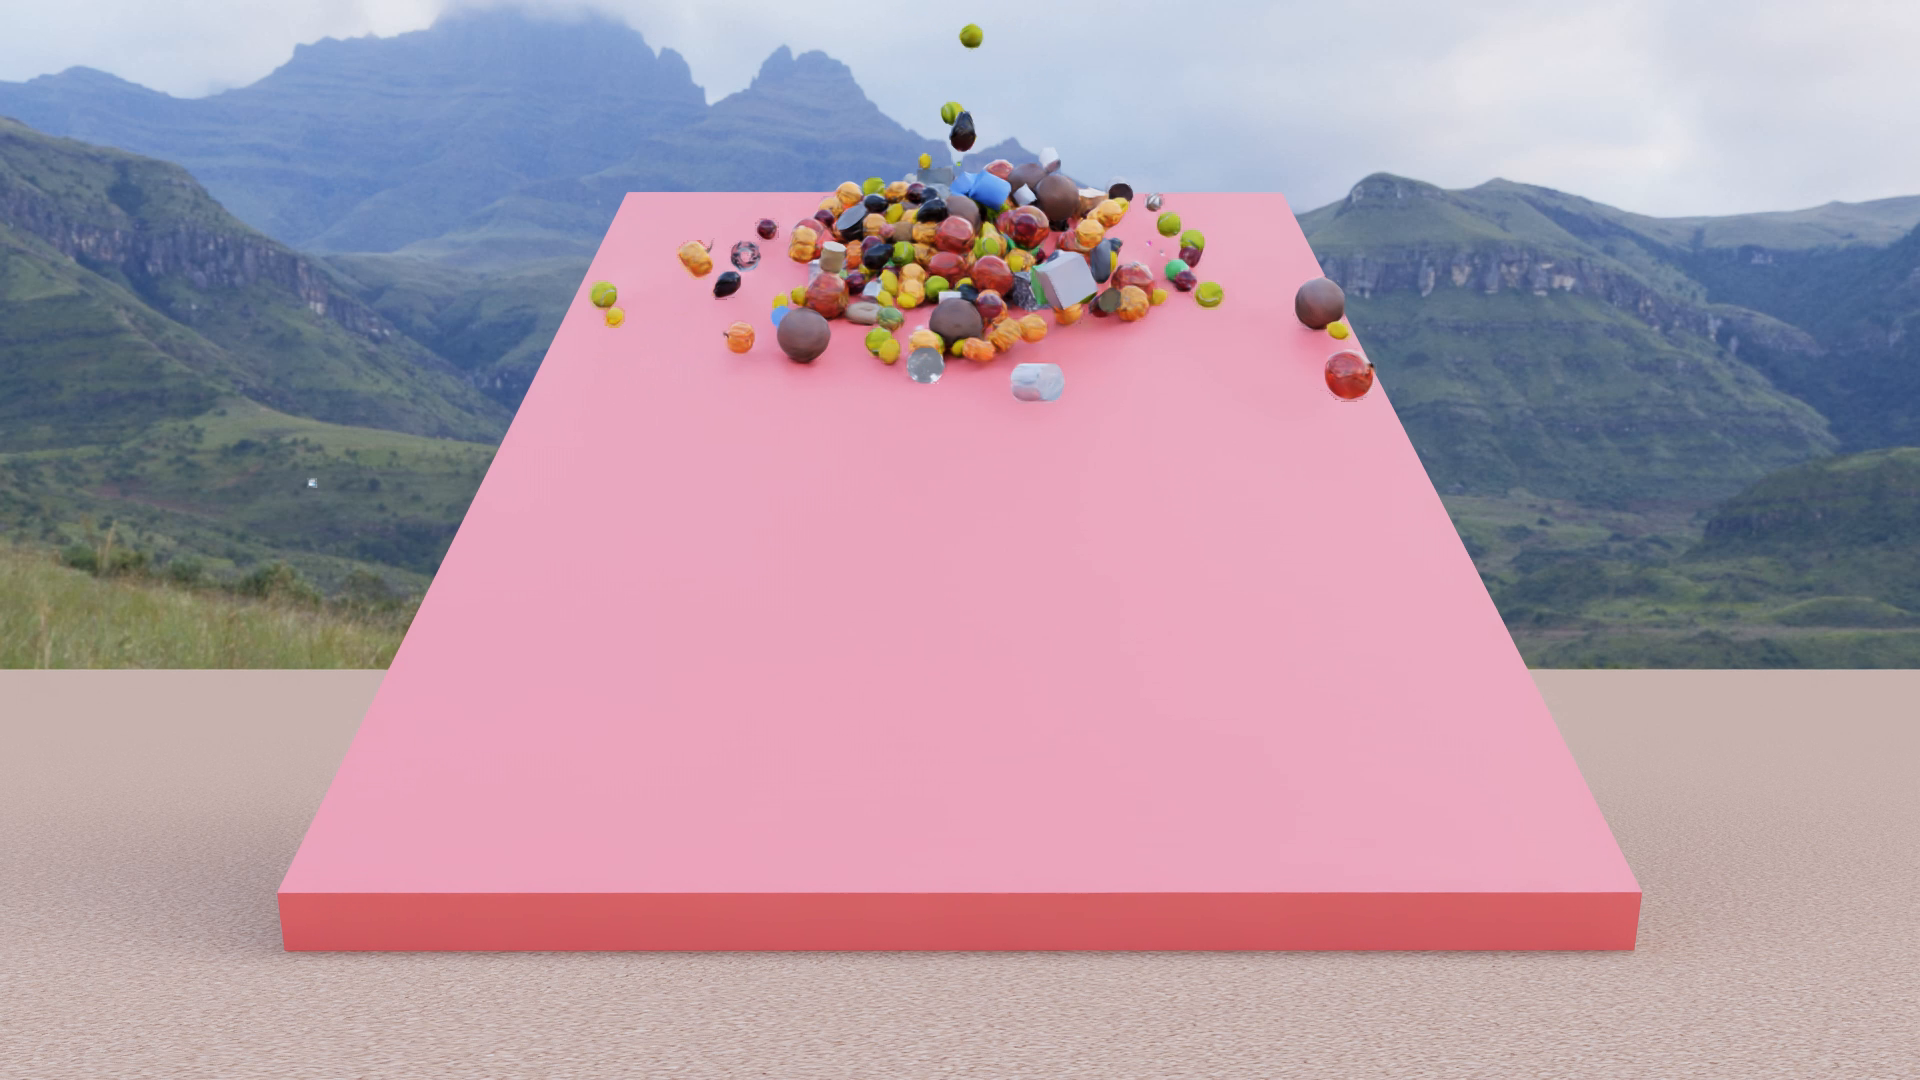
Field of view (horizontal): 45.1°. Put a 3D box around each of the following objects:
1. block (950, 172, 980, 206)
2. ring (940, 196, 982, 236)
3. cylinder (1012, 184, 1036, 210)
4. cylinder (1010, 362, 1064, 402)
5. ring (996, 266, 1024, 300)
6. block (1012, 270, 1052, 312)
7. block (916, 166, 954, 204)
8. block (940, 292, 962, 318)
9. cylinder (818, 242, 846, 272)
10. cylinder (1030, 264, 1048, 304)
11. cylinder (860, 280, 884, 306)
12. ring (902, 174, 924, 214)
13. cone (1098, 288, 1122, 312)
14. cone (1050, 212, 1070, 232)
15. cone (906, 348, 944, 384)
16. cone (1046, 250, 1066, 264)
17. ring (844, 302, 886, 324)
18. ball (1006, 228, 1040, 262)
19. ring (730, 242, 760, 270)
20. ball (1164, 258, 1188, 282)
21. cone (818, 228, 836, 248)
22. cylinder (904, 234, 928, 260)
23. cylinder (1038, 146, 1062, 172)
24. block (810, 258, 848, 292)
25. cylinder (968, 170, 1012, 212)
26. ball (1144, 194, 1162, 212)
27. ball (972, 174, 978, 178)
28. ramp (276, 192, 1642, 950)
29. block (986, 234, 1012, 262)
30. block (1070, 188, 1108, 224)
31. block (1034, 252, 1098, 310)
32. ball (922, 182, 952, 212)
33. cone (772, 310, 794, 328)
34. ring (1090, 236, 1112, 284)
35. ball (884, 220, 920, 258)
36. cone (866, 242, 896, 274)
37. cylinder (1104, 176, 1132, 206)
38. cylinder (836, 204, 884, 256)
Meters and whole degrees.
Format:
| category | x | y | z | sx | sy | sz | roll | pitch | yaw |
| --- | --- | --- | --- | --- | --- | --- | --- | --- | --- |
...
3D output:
| category | x | y | z | sx | sy | sz | roll | pitch | yaw |
| --- | --- | --- | --- | --- | --- | --- | --- | --- | --- |
| block | 0.024 | -0.997 | 6.608 | 0.066 | 0.066 | 0.066 | 16 | -50 | -46 |
| ring | 0.001 | -0.897 | 6.418 | 0.130 | 0.130 | 0.043 | 2 | -32 | -35 |
| cylinder | 0.178 | -0.954 | 6.429 | 0.050 | 0.050 | 0.050 | -39 | 6 | 5 |
| cylinder | 0.174 | -0.354 | 5.203 | 0.087 | 0.087 | 0.087 | 3 | 1 | -44 |
| ring | 0.138 | -0.675 | 6.074 | 0.092 | 0.092 | 0.031 | 0 | -18 | 3 |
| block | 0.193 | -0.648 | 6.001 | 0.082 | 0.082 | 0.082 | -13 | 26 | -27 |
| block | -0.068 | -1.026 | 6.694 | 0.097 | 0.097 | 0.097 | -4 | 12 | 6 |
| block | -0.025 | -0.600 | 5.924 | 0.055 | 0.055 | 0.055 | 0 | 23 | 0 |
| cylinder | -0.327 | -0.724 | 5.922 | 0.060 | 0.060 | 0.060 | 13 | 29 | -7 |
| cylinder | 0.235 | -0.640 | 5.741 | 0.098 | 0.098 | 0.098 | -13 | -1 | -7 |
| cylinder | -0.226 | -0.633 | 5.981 | 0.052 | 0.052 | 0.052 | 11 | -38 | 9 |
| ring | -0.139 | -1.018 | 6.817 | 0.041 | 0.122 | 0.122 | -13 | -1 | -10 |
| cone | 0.391 | -0.593 | 5.801 | 0.064 | 0.064 | 0.064 | -2 | -11 | 31 |
| cone | 0.294 | -0.886 | 6.533 | 0.060 | 0.060 | 0.060 | 3 | 26 | -42 |
| cone | -0.075 | -0.409 | 5.496 | 0.089 | 0.089 | 0.089 | 0 | -2 | 9 |
| cone | 0.296 | -0.715 | 6.093 | 0.100 | 0.100 | 0.100 | 3 | 2 | -41 |
| ring | -0.240 | -0.577 | 5.893 | 0.107 | 0.036 | 0.107 | 3 | 23 | -1 |
| ball | 0.171 | -0.800 | 6.268 | 0.089 | 0.089 | 0.089 | 0 | -3 | 0 |
| ring | -0.564 | -0.745 | 6.074 | 0.080 | 0.080 | 0.027 | 1 | -14 | -19 |
| ball | 0.580 | -0.721 | 6.195 | 0.063 | 0.063 | 0.063 | 0 | -3 | 0 |
| cone | -0.359 | -0.821 | 6.240 | 0.052 | 0.052 | 0.052 | 0 | -46 | -3 |
| cylinder | -0.132 | -0.813 | 6.413 | 0.060 | 0.060 | 0.060 | -20 | 10 | -39 |
| cylinder | 0.259 | -1.093 | 6.656 | 0.053 | 0.053 | 0.053 | -19 | -28 | -11 |
| block | -0.350 | -0.706 | 6.148 | 0.070 | 0.070 | 0.070 | 20 | 30 | 39 |
| cylinder | 0.084 | -0.972 | 6.440 | 0.087 | 0.087 | 0.087 | 26 | -9 | -13 |
| ball | 0.554 | -0.965 | 6.620 | 0.050 | 0.050 | 0.050 | 0 | -3 | 0 |
| ball | 0.029 | -1.026 | 6.744 | 0.085 | 0.085 | 0.085 | 0 | -3 | 0 |
| ramp | -0.007 | -0.226 | 5.248 | 2.000 | 0.100 | 4.000 | 0 | 23 | 0 |
| block | 0.112 | -0.809 | 6.403 | 0.060 | 0.060 | 0.060 | 17 | 29 | 34 |
| block | 0.379 | -0.977 | 6.771 | 0.080 | 0.080 | 0.080 | -15 | 28 | -32 |
| block | 0.256 | -0.626 | 5.576 | 0.100 | 0.100 | 0.100 | -28 | 15 | -10 |
| ball | -0.065 | -0.966 | 6.524 | 0.082 | 0.082 | 0.082 | 0 | -3 | 0 |
| cone | -0.452 | -0.560 | 5.865 | 0.057 | 0.057 | 0.057 | 1 | 13 | -16 |
| ring | 0.367 | -0.727 | 6.013 | 0.041 | 0.123 | 0.123 | 1 | -3 | -6 |
| ball | -0.158 | -0.819 | 6.307 | 0.100 | 0.100 | 0.100 | 0 | -3 | 0 |
| cone | -0.214 | -0.777 | 6.304 | 0.085 | 0.085 | 0.085 | 0 | 20 | -1 |
| cylinder | 0.476 | -1.044 | 6.935 | 0.075 | 0.075 | 0.075 | 0 | 23 | -5 |
| cylinder | -0.273 | -0.852 | 6.366 | 0.099 | 0.099 | 0.099 | -3 | -43 | 41 |
